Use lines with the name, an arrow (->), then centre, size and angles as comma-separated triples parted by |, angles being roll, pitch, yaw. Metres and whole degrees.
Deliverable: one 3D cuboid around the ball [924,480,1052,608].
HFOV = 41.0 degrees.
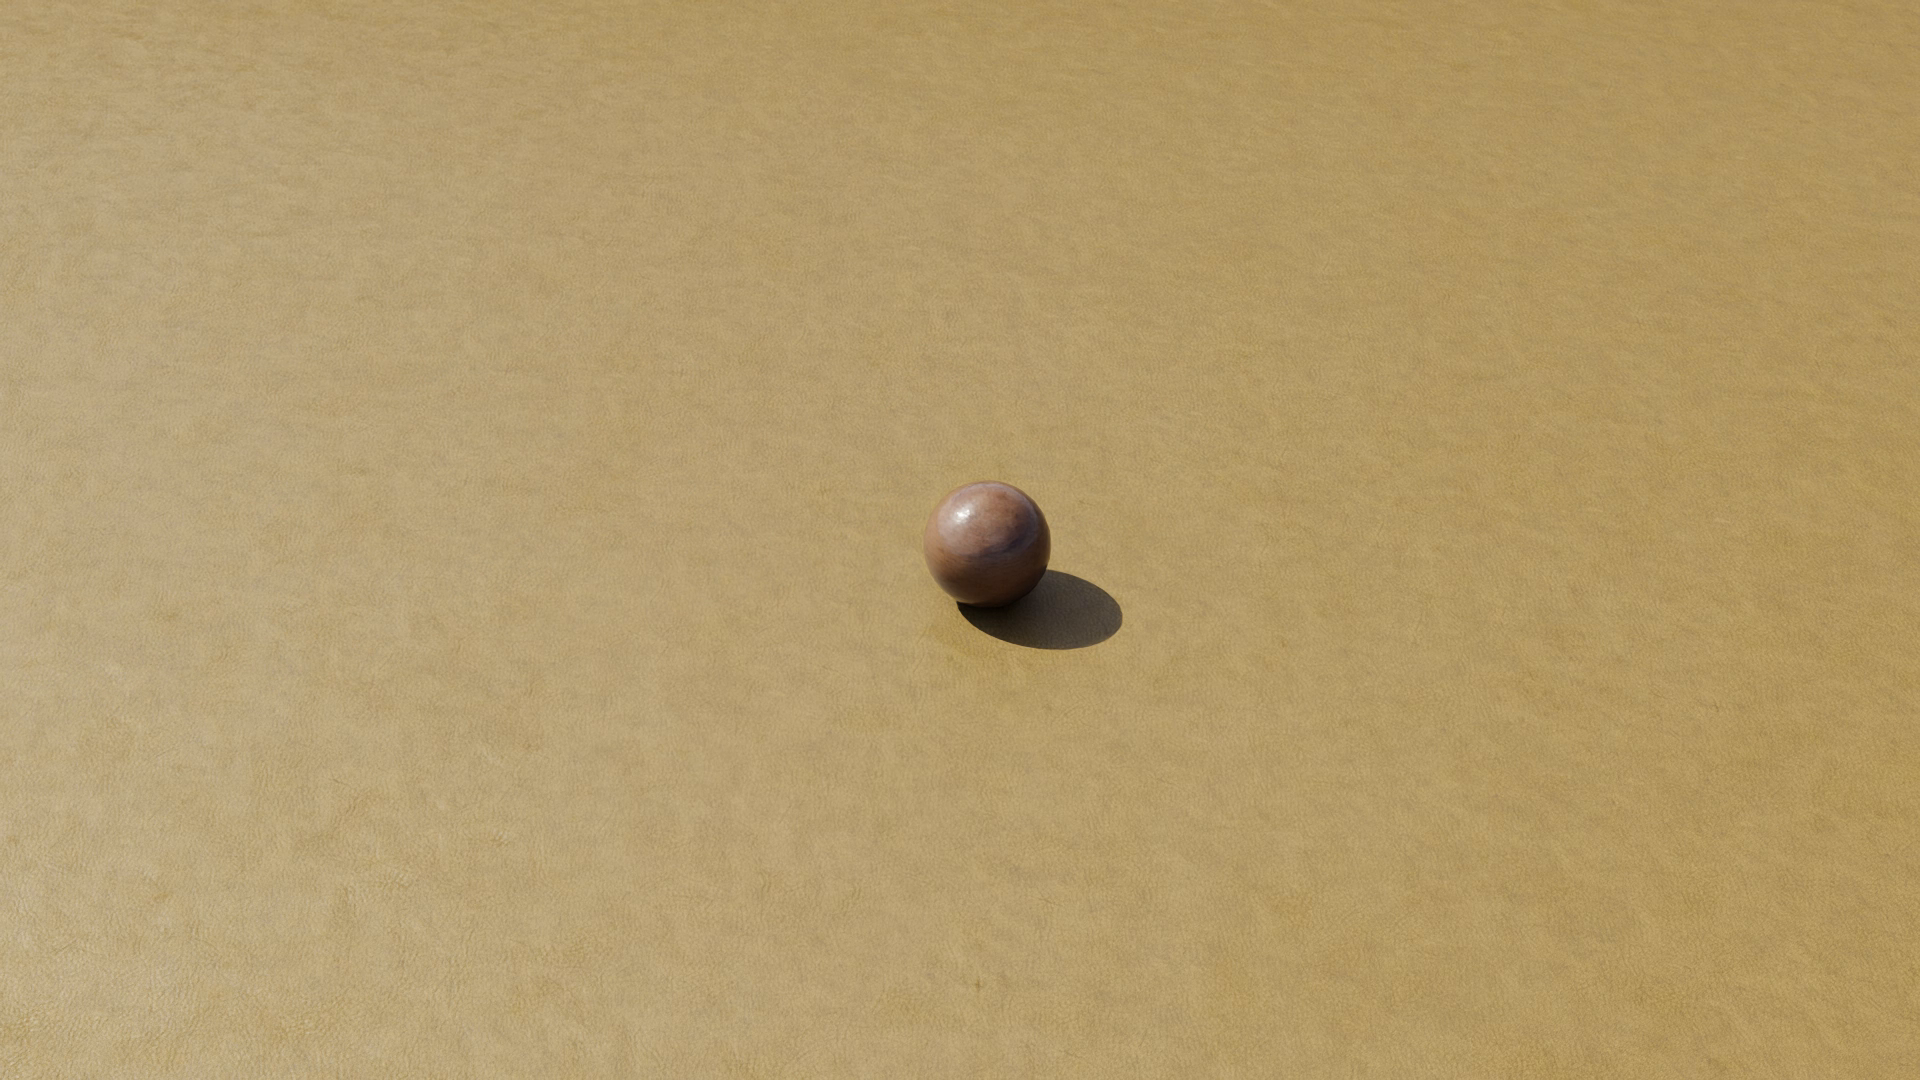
ball -> 0.016, 0.002, 1.540 | 0.077, 0.077, 0.077 | 0, 37, 0
